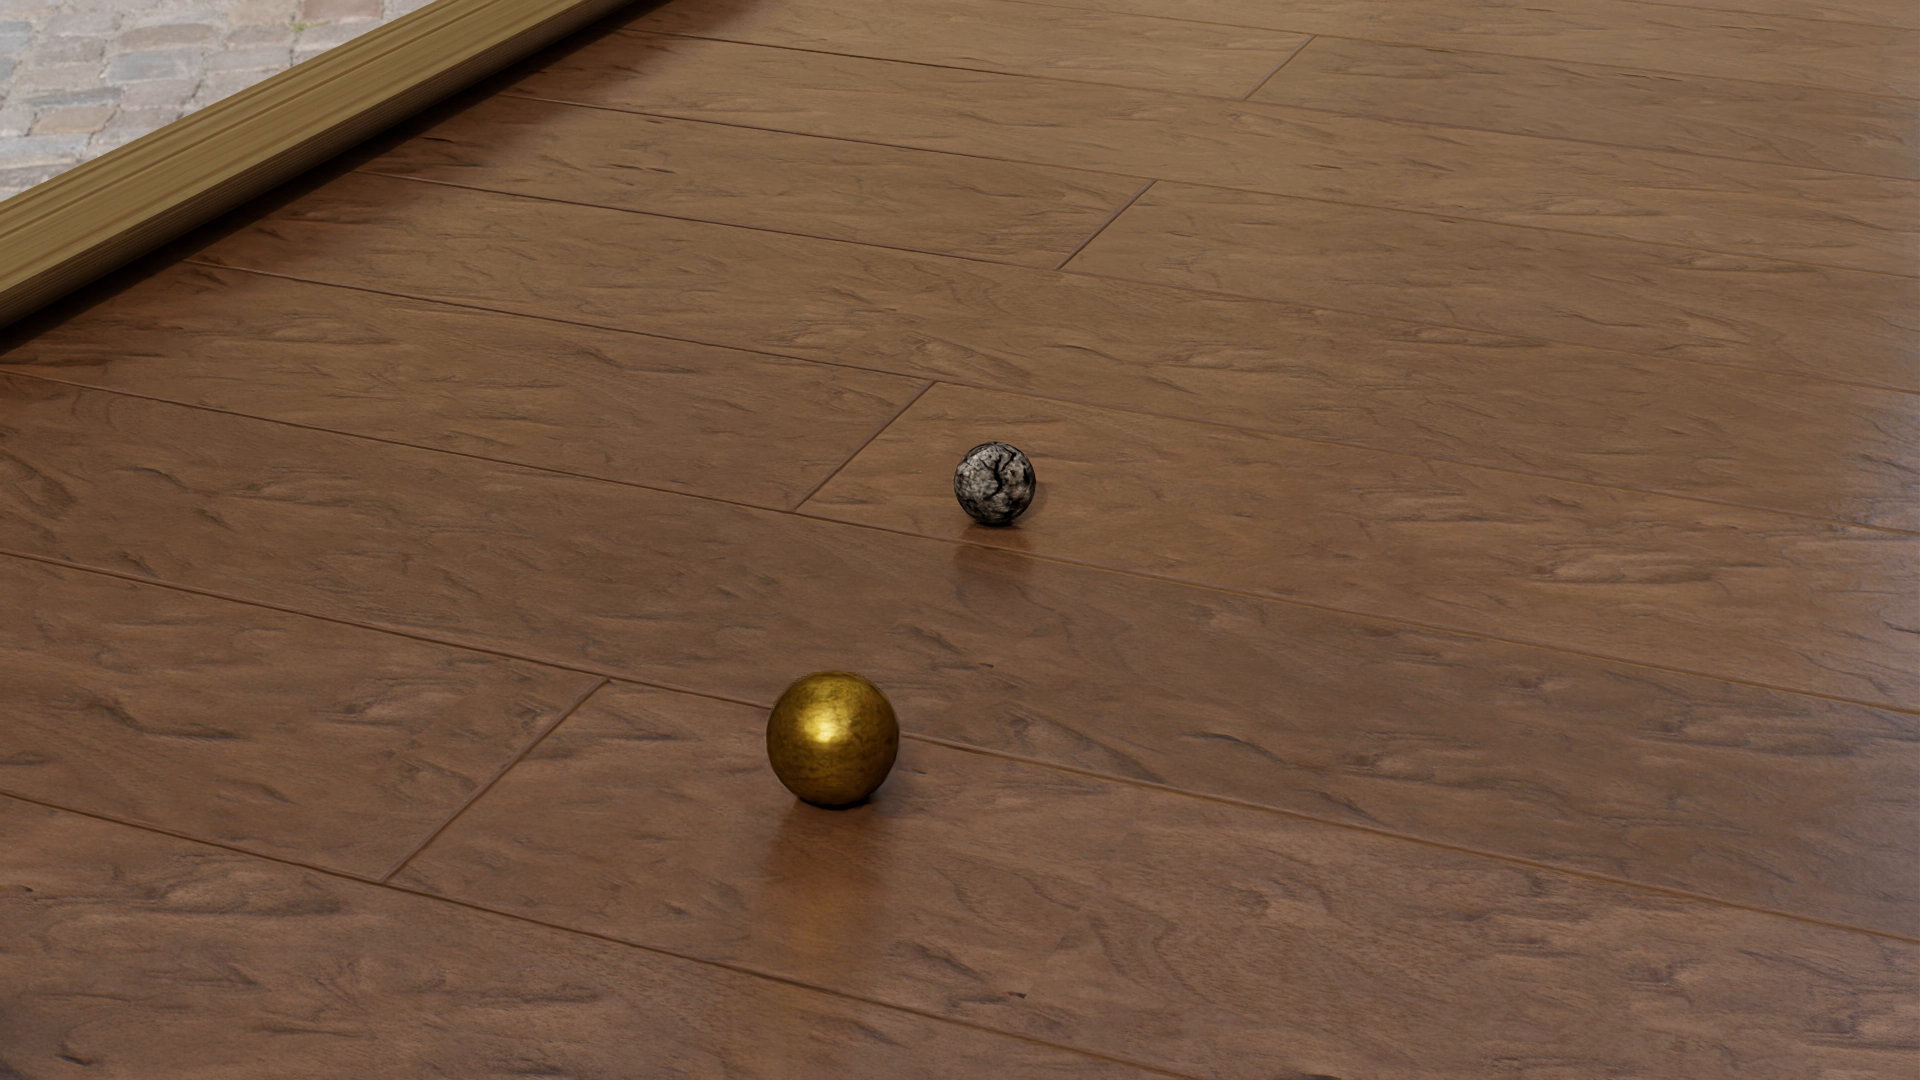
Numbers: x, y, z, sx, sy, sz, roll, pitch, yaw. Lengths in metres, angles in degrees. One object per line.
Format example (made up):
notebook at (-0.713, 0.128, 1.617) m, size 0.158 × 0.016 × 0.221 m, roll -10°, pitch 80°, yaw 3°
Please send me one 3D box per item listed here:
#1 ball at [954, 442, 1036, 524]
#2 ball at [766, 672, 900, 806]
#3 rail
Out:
ball at (0.023, -0.038, 1.938) m, size 0.054 × 0.054 × 0.054 m, roll 0°, pitch 26°, yaw 0°
ball at (-0.070, 0.109, 1.609) m, size 0.073 × 0.073 × 0.073 m, roll 0°, pitch 26°, yaw 0°
rail at (-0.473, -0.458, 2.770) m, size 0.045 × 0.095 × 3.077 m, roll 10°, pitch 27°, yaw 20°
